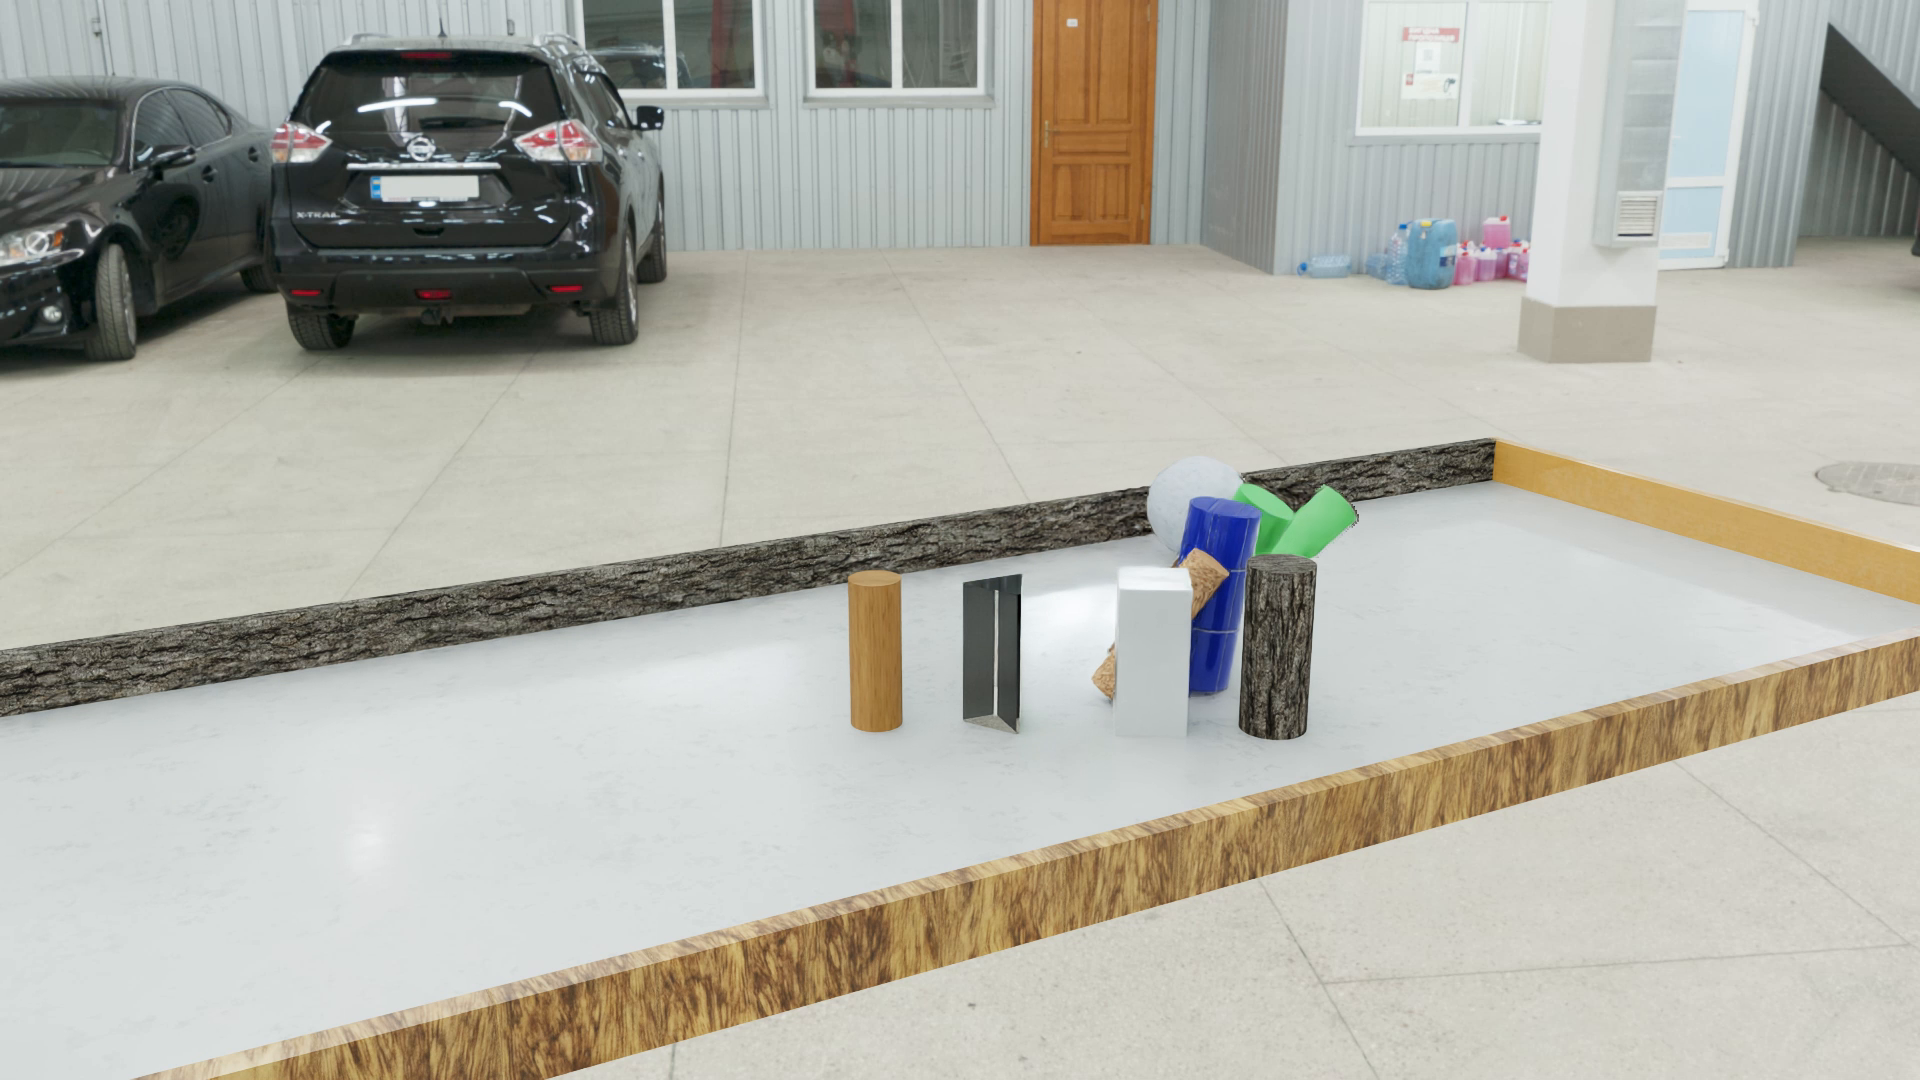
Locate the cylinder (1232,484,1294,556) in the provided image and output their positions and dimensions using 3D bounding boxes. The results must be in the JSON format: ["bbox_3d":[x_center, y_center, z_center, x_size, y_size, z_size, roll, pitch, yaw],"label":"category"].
[{"bbox_3d":[0.690,0.072,4.306,0.160,0.428,0.160,24,24,-12],"label":"cylinder"}]

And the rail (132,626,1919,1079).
[{"bbox_3d":[-2.336,1.006,1.665,12.000,0.150,0.050,-9,18,-27],"label":"rail"}]

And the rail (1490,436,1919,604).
[{"bbox_3d":[2.466,-0.048,5.253,0.050,0.150,2.100,-9,18,-27],"label":"rail"}]

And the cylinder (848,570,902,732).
[{"bbox_3d":[-0.197,0.259,3.843,0.123,0.356,0.123,0,16,0],"label":"cylinder"}]

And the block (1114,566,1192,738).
[{"bbox_3d":[0.446,0.259,3.834,0.164,0.359,0.164,1,17,4],"label":"block"}]

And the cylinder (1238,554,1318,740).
[{"bbox_3d":[0.732,0.246,3.809,0.158,0.400,0.158,0,16,0],"label":"cylinder"}]

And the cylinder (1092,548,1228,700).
[{"bbox_3d":[0.478,0.207,3.956,0.103,0.405,0.103,33,16,-11],"label":"cylinder"}]

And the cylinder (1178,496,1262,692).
[{"bbox_3d":[0.615,0.134,4.066,0.178,0.449,0.178,7,16,-2],"label":"cylinder"}]

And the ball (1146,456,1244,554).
[{"bbox_3d":[0.735,-0.102,5.095,0.315,0.315,0.315,0,16,0],"label":"ball"}]

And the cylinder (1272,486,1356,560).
[{"bbox_3d":[0.991,-0.001,4.816,0.325,0.132,0.132,-41,23,-3],"label":"cylinder"}]

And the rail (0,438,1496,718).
[{"bbox_3d":[-3.305,0.497,3.399,12.000,0.150,0.050,-9,18,-27],"label":"rail"}]

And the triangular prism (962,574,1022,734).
[{"bbox_3d":[0.107,0.259,3.868,0.153,0.341,0.133,11,19,32],"label":"triangular prism"}]

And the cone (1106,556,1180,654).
[{"bbox_3d":[0.511,0.152,4.167,0.138,0.365,0.138,27,-7,4],"label":"cone"}]
